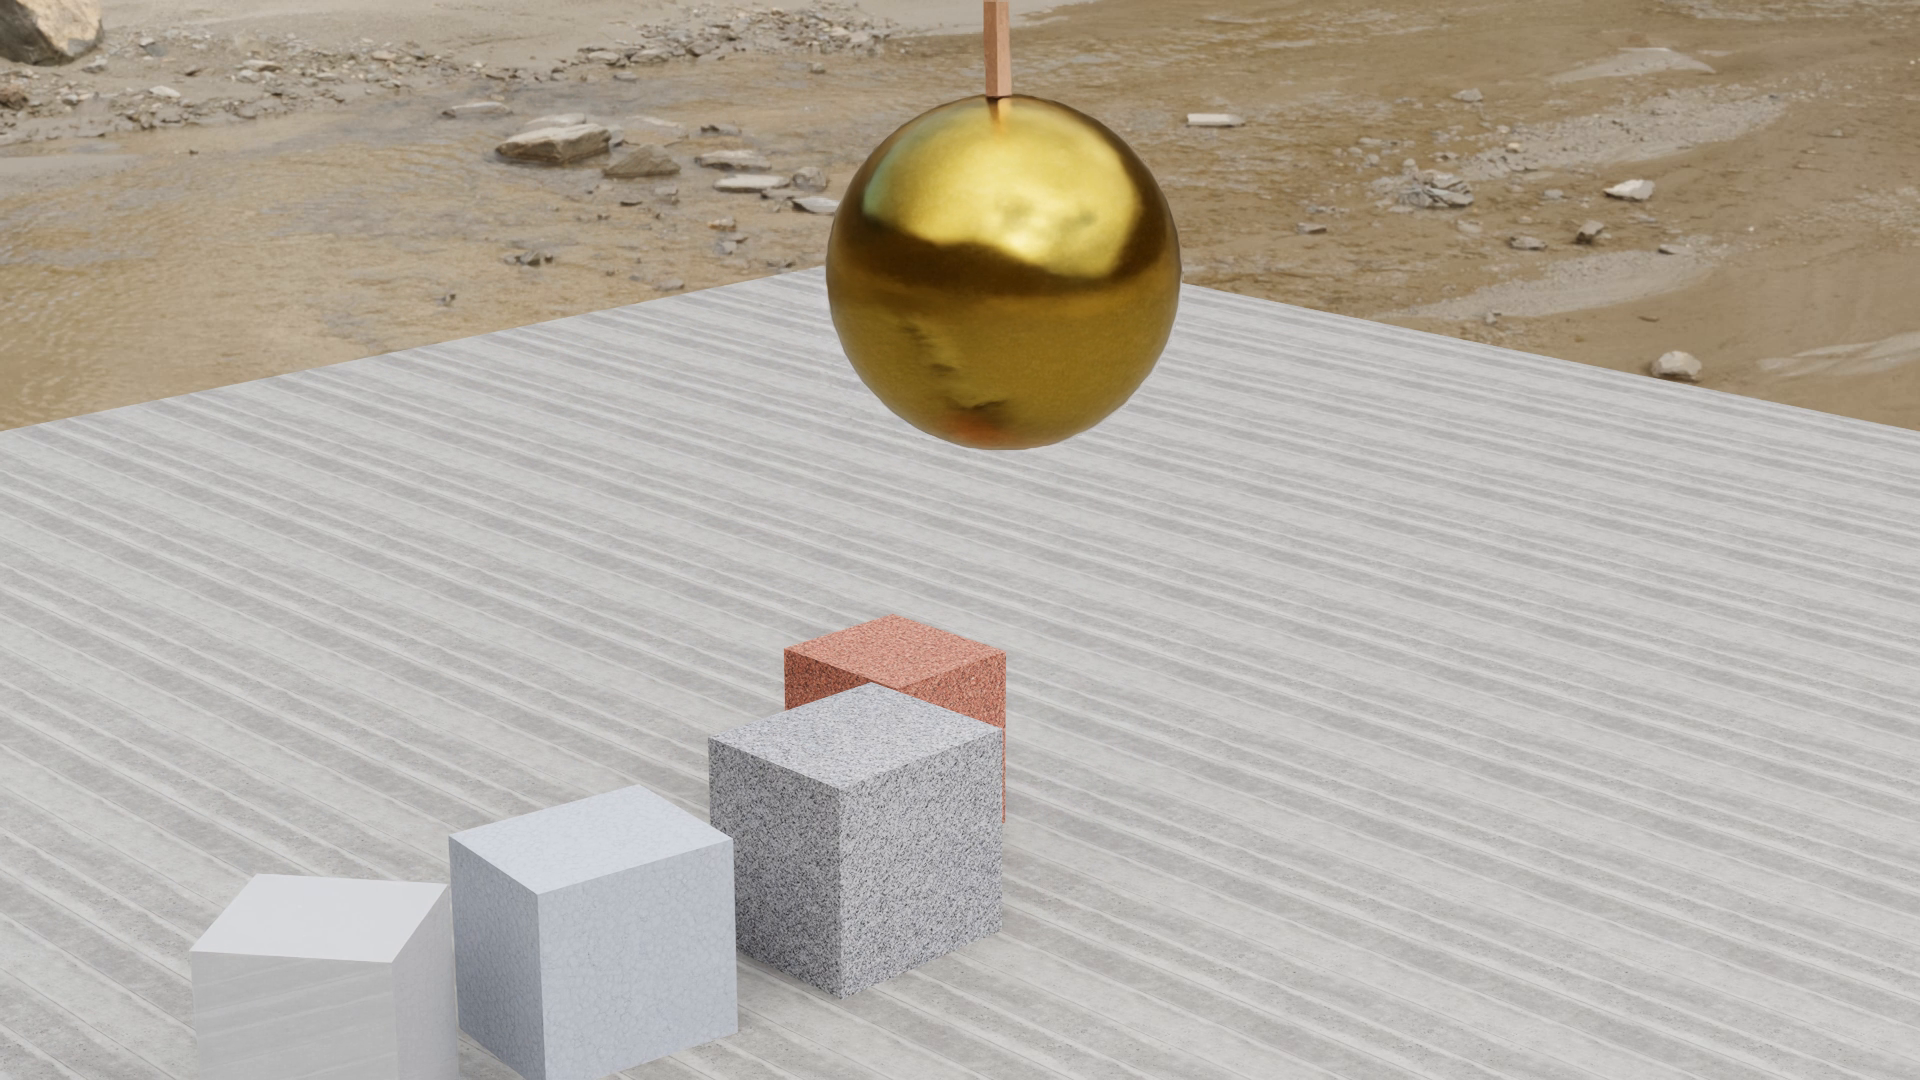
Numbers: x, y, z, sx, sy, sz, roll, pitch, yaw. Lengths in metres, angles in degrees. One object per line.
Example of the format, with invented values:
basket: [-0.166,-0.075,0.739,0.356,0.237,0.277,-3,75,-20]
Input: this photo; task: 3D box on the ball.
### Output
ball: [0.195,-1.199,13.169,1.600,1.600,1.600,0,17,0]

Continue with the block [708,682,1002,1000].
block: [-0.446,1.278,12.695,0.822,0.948,0.958,17,24,42]

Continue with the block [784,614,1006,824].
block: [-0.307,0.932,13.929,0.710,0.869,0.770,-17,24,-42]

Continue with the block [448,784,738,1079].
block: [-1.477,1.594,11.847,0.888,0.855,0.723,-13,22,-35]

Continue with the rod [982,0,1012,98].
rod: [0.084,-4.406,12.045,0.080,5.200,0.080,17,27,42]

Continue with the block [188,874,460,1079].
block: [-2.388,1.822,11.102,0.764,0.867,0.696,2,18,7]
